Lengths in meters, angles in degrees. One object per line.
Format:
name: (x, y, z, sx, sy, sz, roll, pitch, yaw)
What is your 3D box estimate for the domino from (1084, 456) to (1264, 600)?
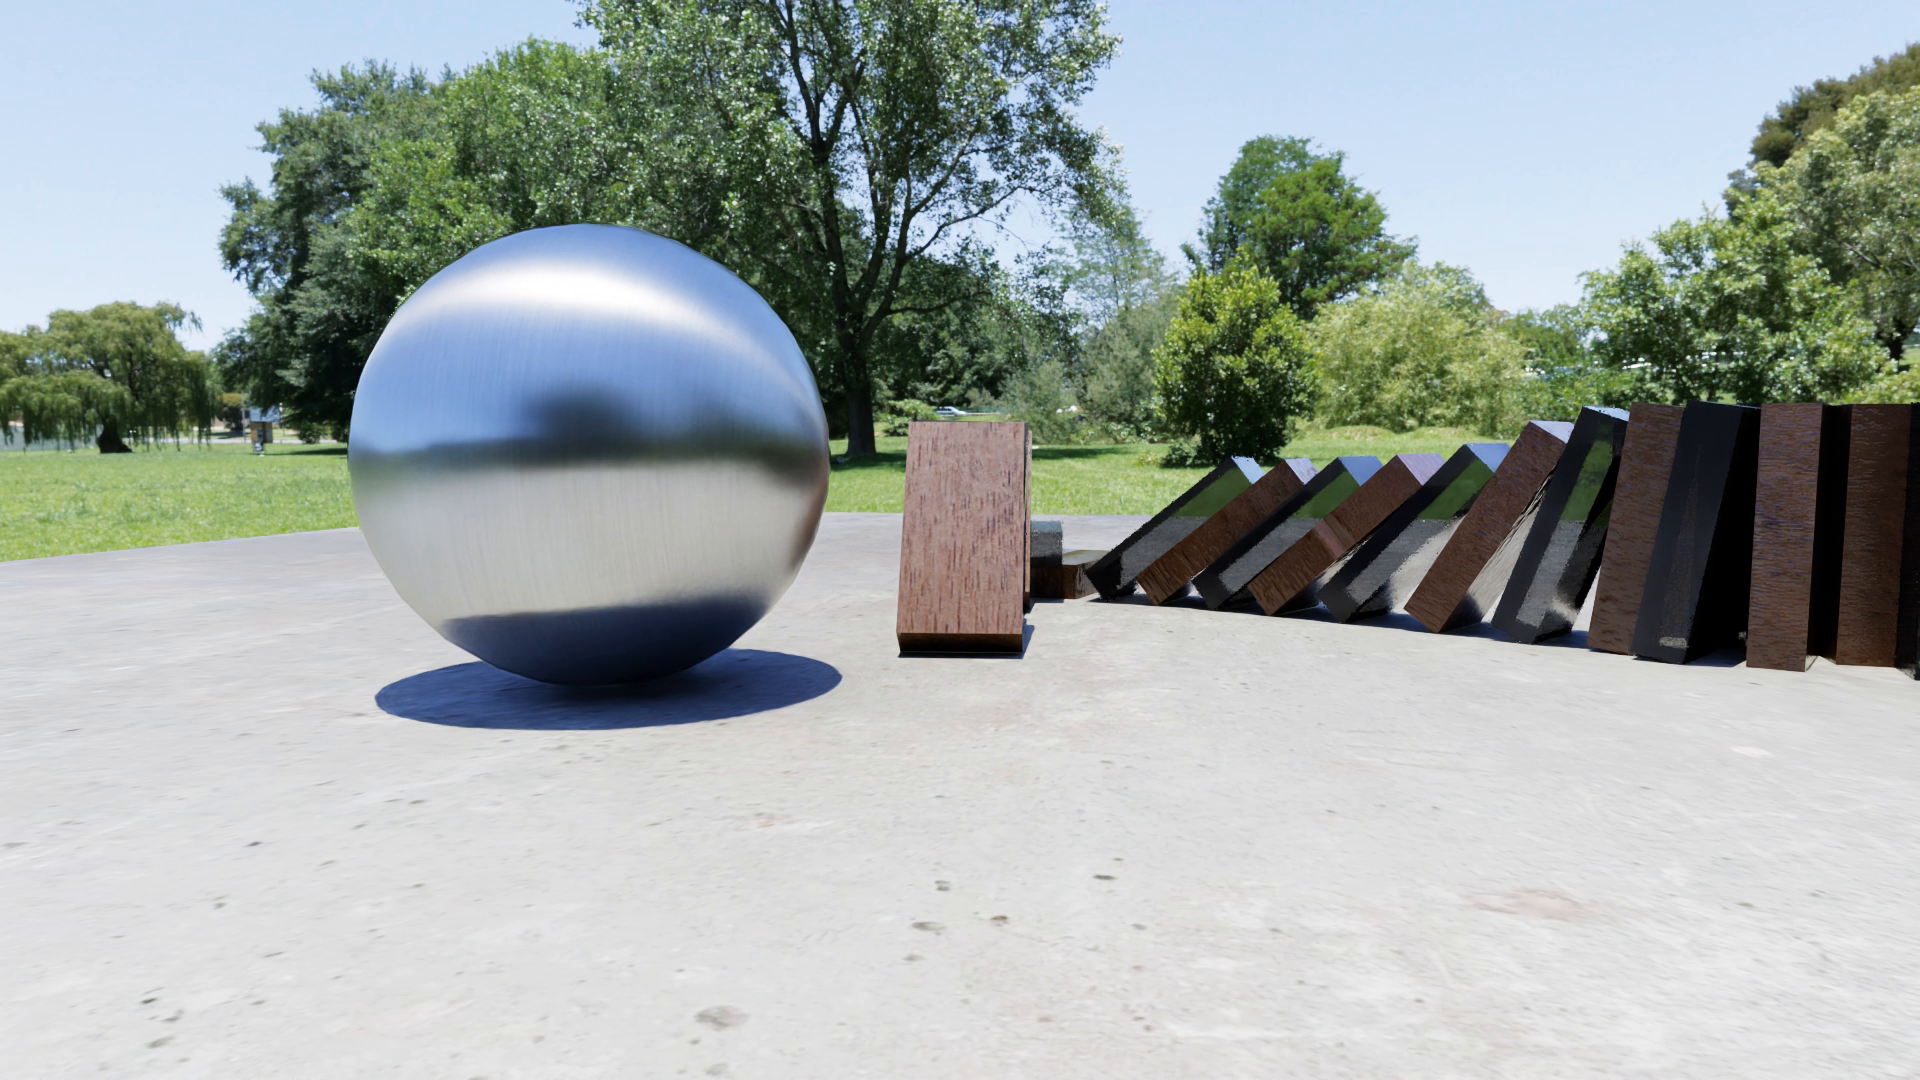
domino: (0.059, -0.003, 0.346, 0.050, 0.010, 0.025, -40, -14, 21)

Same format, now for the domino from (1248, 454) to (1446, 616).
domino: (0.096, -0.001, 0.314, 0.025, 0.010, 0.050, -5, -35, -48)

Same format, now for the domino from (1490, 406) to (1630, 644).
domino: (0.133, -0.003, 0.276, 0.009, 0.050, 0.025, 30, 23, 38)

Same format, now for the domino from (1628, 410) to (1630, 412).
domino: (0.164, -0.004, 0.292, 0.025, 0.050, 0.009, 2, 5, 26)

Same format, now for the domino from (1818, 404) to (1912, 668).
domino: (0.178, -0.002, 0.255, 0.009, 0.050, 0.025, 2, 5, 20)

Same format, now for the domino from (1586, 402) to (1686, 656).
domino: (0.143, -0.003, 0.265, 0.010, 0.050, 0.025, 14, 13, 41)

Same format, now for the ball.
ball: (-0.063, -0.014, 0.225, 0.080, 0.080, 0.080, 0, 4, 0)

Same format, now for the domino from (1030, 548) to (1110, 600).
domino: (0.031, 0.009, 0.378, 0.025, 0.010, 0.050, 2, 5, 25)

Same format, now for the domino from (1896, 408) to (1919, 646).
domino: (0.203, -0.003, 0.274, 0.025, 0.050, 0.009, 1, 4, 10)

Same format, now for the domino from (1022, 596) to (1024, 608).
domino: (0.004, -0.005, 0.327, 0.025, 0.050, 0.009, 0, -32, 4)

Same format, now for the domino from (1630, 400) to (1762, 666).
domino: (0.147, -0.002, 0.254, 0.009, 0.050, 0.025, 17, 14, 41)

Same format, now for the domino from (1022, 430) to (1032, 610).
domino: (0.006, -0.006, 0.339, 0.025, 0.050, 0.010, 0, -32, 4)

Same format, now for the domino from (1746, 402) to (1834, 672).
domino: (0.162, -0.001, 0.250, 0.009, 0.050, 0.025, 4, 6, 38)

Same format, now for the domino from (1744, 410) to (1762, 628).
domino: (0.183, -0.005, 0.305, 0.010, 0.050, 0.025, -2, 5, -21)

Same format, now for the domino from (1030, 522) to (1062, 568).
domino: (0.016, 0.001, 0.367, 0.025, 0.010, 0.050, 0, 4, 4)

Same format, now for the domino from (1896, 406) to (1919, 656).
domino: (0.198, -0.002, 0.257, 0.010, 0.050, 0.025, -3, 5, -38)

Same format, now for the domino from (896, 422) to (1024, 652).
domino: (0.001, -0.001, 0.270, 0.025, 0.050, 0.009, 0, -28, 3)

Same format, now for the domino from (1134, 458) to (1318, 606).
domino: (0.072, -0.002, 0.338, 0.050, 0.009, 0.025, -41, -15, 25)

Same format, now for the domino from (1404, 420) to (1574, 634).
domino: (0.122, -0.003, 0.288, 0.025, 0.050, 0.010, -5, 38, -47)

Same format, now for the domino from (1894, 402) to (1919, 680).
domino: (0.181, 0.000, 0.238, 0.010, 0.050, 0.025, 3, 5, 25)

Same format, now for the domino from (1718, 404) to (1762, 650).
domino: (0.169, -0.003, 0.270, 0.025, 0.050, 0.010, -1, 5, -31)

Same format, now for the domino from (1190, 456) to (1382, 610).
domino: (0.084, -0.002, 0.325, 0.025, 0.010, 0.050, -5, -33, -52)

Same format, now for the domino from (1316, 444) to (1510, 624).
domino: (0.109, -0.001, 0.301, 0.025, 0.050, 0.010, -5, 50, -47)

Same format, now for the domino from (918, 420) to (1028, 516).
domino: (0.001, -0.002, 0.281, 0.025, 0.050, 0.010, 2, -28, 4)
